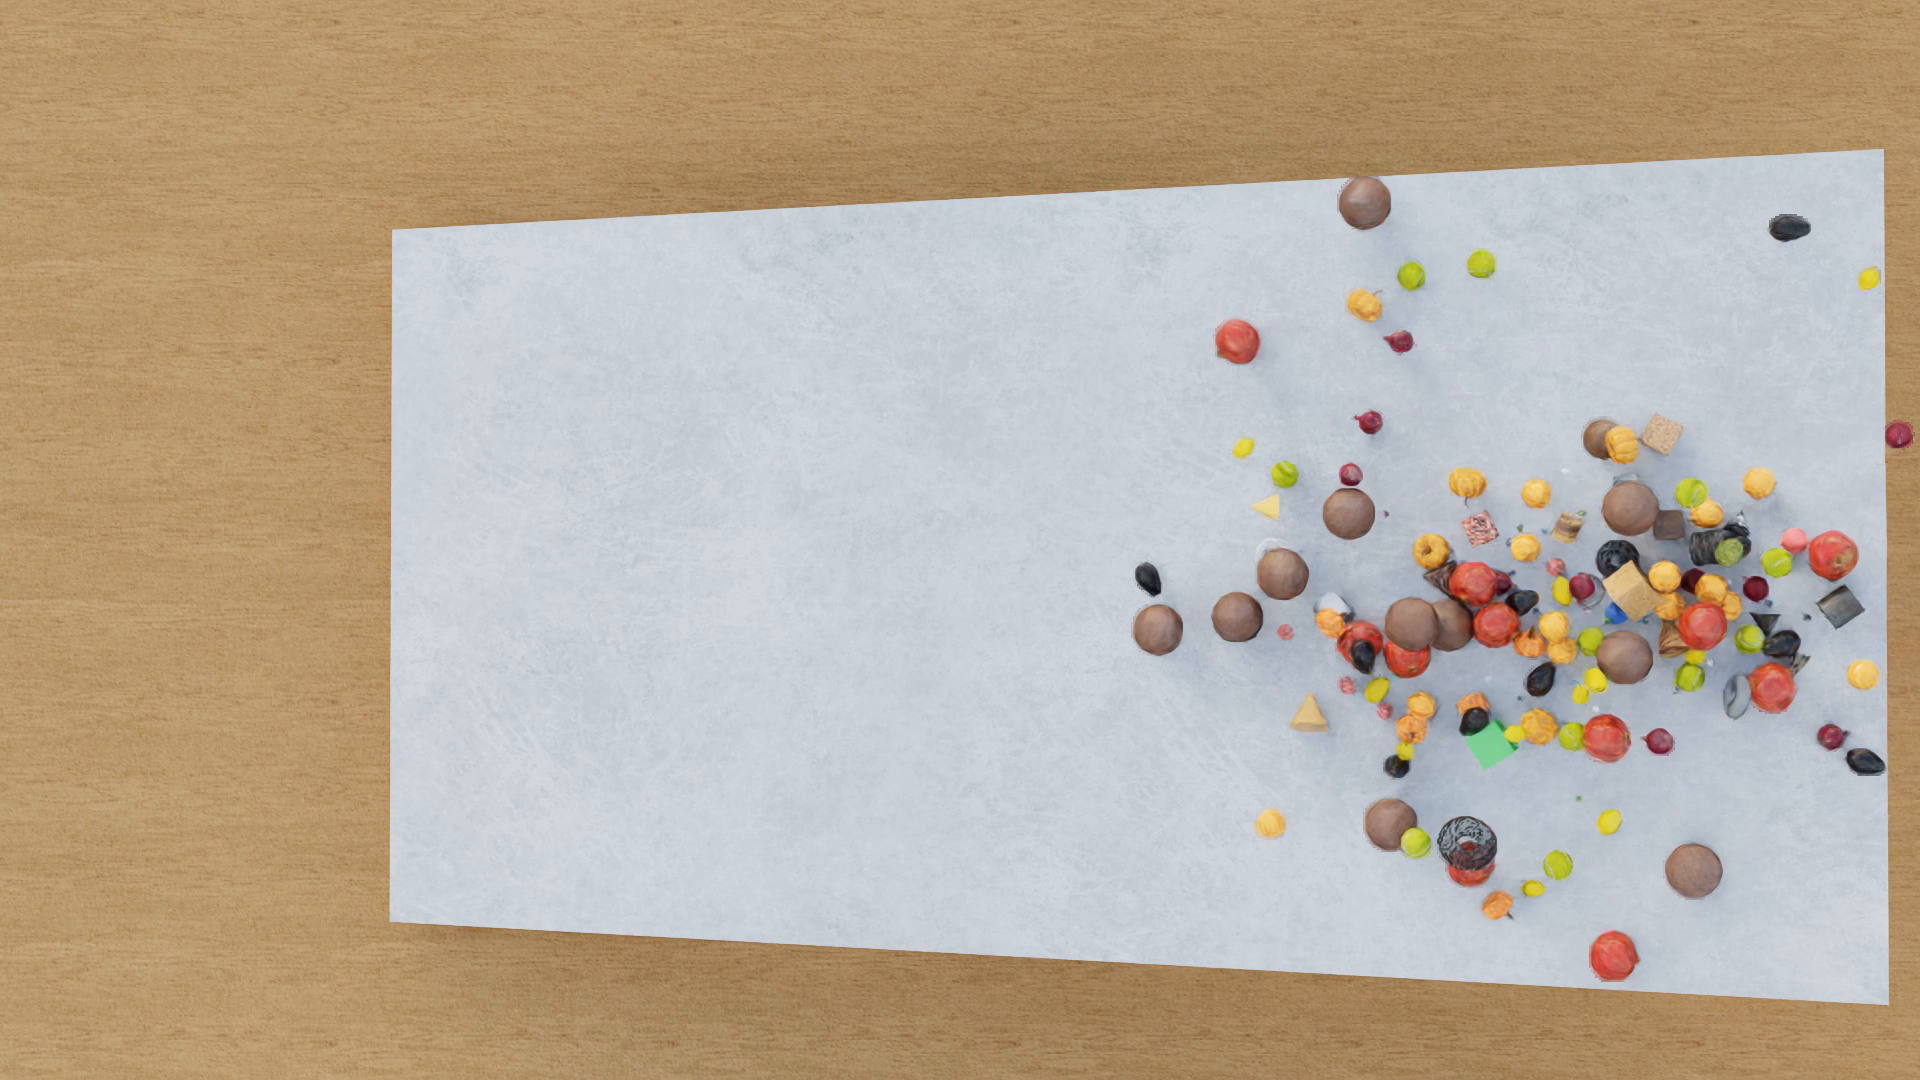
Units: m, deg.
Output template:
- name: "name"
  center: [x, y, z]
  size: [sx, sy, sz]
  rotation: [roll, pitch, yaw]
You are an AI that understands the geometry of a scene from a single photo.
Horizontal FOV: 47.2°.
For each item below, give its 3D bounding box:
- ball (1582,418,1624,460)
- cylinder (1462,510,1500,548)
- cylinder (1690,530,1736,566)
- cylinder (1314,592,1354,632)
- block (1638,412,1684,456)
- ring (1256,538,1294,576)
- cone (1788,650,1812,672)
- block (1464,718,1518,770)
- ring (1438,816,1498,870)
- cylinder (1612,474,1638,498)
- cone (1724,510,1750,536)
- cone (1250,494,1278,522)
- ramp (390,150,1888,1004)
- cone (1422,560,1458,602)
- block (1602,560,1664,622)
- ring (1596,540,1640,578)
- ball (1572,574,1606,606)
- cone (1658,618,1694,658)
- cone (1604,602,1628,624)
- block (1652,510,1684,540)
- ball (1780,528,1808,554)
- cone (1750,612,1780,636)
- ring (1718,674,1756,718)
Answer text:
- name: "ball"
  center: [1.548, -0.242, 5.290]
  size: [0.097, 0.097, 0.097]
  rotation: [0, 89, 0]
- name: "cylinder"
  center: [1.275, -0.028, 5.389]
  size: [0.070, 0.070, 0.070]
  rotation: [-25, 89, 0]
- name: "cylinder"
  center: [1.769, 0.018, 5.168]
  size: [0.080, 0.080, 0.080]
  rotation: [-5, 89, 40]
- name: "cylinder"
  center: [0.932, 0.180, 5.484]
  size: [0.073, 0.073, 0.073]
  rotation: [-38, 63, 0]
- name: "block"
  center: [1.677, -0.252, 5.260]
  size: [0.076, 0.076, 0.076]
  rotation: [30, 98, 16]
- name: "ring"
  center: [0.795, 0.042, 5.561]
  size: [0.098, 0.033, 0.098]
  rotation: [0, 91, 18]
- name: "cone"
  center: [1.965, 0.276, 5.172]
  size: [0.054, 0.054, 0.054]
  rotation: [-41, 72, -1]
- name: "block"
  center: [1.297, 0.498, 5.363]
  size: [0.087, 0.087, 0.087]
  rotation: [-36, 79, 18]
- name: "ring"
  center: [1.226, 0.733, 5.310]
  size: [0.143, 0.048, 0.143]
  rotation: [-1, 54, 1]
- name: "cylinder"
  center: [1.602, -0.130, 5.292]
  size: [0.054, 0.054, 0.054]
  rotation: [-5, 89, 13]
- name: "cone"
  center: [1.853, -0.049, 5.226]
  size: [0.061, 0.061, 0.061]
  rotation: [21, 69, 0]
- name: "cone"
  center: [0.758, -0.083, 5.495]
  size: [0.072, 0.072, 0.072]
  rotation: [2, 89, 5]
- name: "ramp"
  center: [0.275, 0.093, 5.796]
  size: [4.000, 0.100, 2.000]
  rotation: [0, 89, 18]
- name: "cone"
  center: [1.199, 0.112, 5.409]
  size: [0.092, 0.092, 0.092]
  rotation: [-25, 93, 0]
- name: "block"
  center: [1.607, 0.122, 5.249]
  size: [0.087, 0.087, 0.087]
  rotation: [-42, 115, 18]
- name: "ring"
  center: [1.586, 0.049, 5.305]
  size: [0.102, 0.034, 0.102]
  rotation: [2, 96, 17]
- name: "ball"
  center: [1.517, 0.123, 5.305]
  size: [0.078, 0.078, 0.078]
  rotation: [0, 89, 0]
- name: "cone"
  center: [1.697, 0.221, 5.266]
  size: [0.090, 0.090, 0.090]
  rotation: [-17, 56, 0]
- name: "cone"
  center: [1.580, 0.177, 5.297]
  size: [0.054, 0.054, 0.054]
  rotation: [0, 89, 18]
- name: "block"
  center: [1.693, -0.035, 5.255]
  size: [0.069, 0.069, 0.069]
  rotation: [-4, 87, 18]
- name: "ball"
  center: [1.963, 0.002, 5.173]
  size: [0.060, 0.060, 0.060]
  rotation: [0, 89, 0]
- name: "cone"
  center: [1.895, 0.187, 5.200]
  size: [0.061, 0.061, 0.061]
  rotation: [34, 89, 27]
- name: "ring"
  center: [1.829, 0.368, 5.176]
  size: [0.036, 0.109, 0.109]
  rotation: [20, 89, -18]
